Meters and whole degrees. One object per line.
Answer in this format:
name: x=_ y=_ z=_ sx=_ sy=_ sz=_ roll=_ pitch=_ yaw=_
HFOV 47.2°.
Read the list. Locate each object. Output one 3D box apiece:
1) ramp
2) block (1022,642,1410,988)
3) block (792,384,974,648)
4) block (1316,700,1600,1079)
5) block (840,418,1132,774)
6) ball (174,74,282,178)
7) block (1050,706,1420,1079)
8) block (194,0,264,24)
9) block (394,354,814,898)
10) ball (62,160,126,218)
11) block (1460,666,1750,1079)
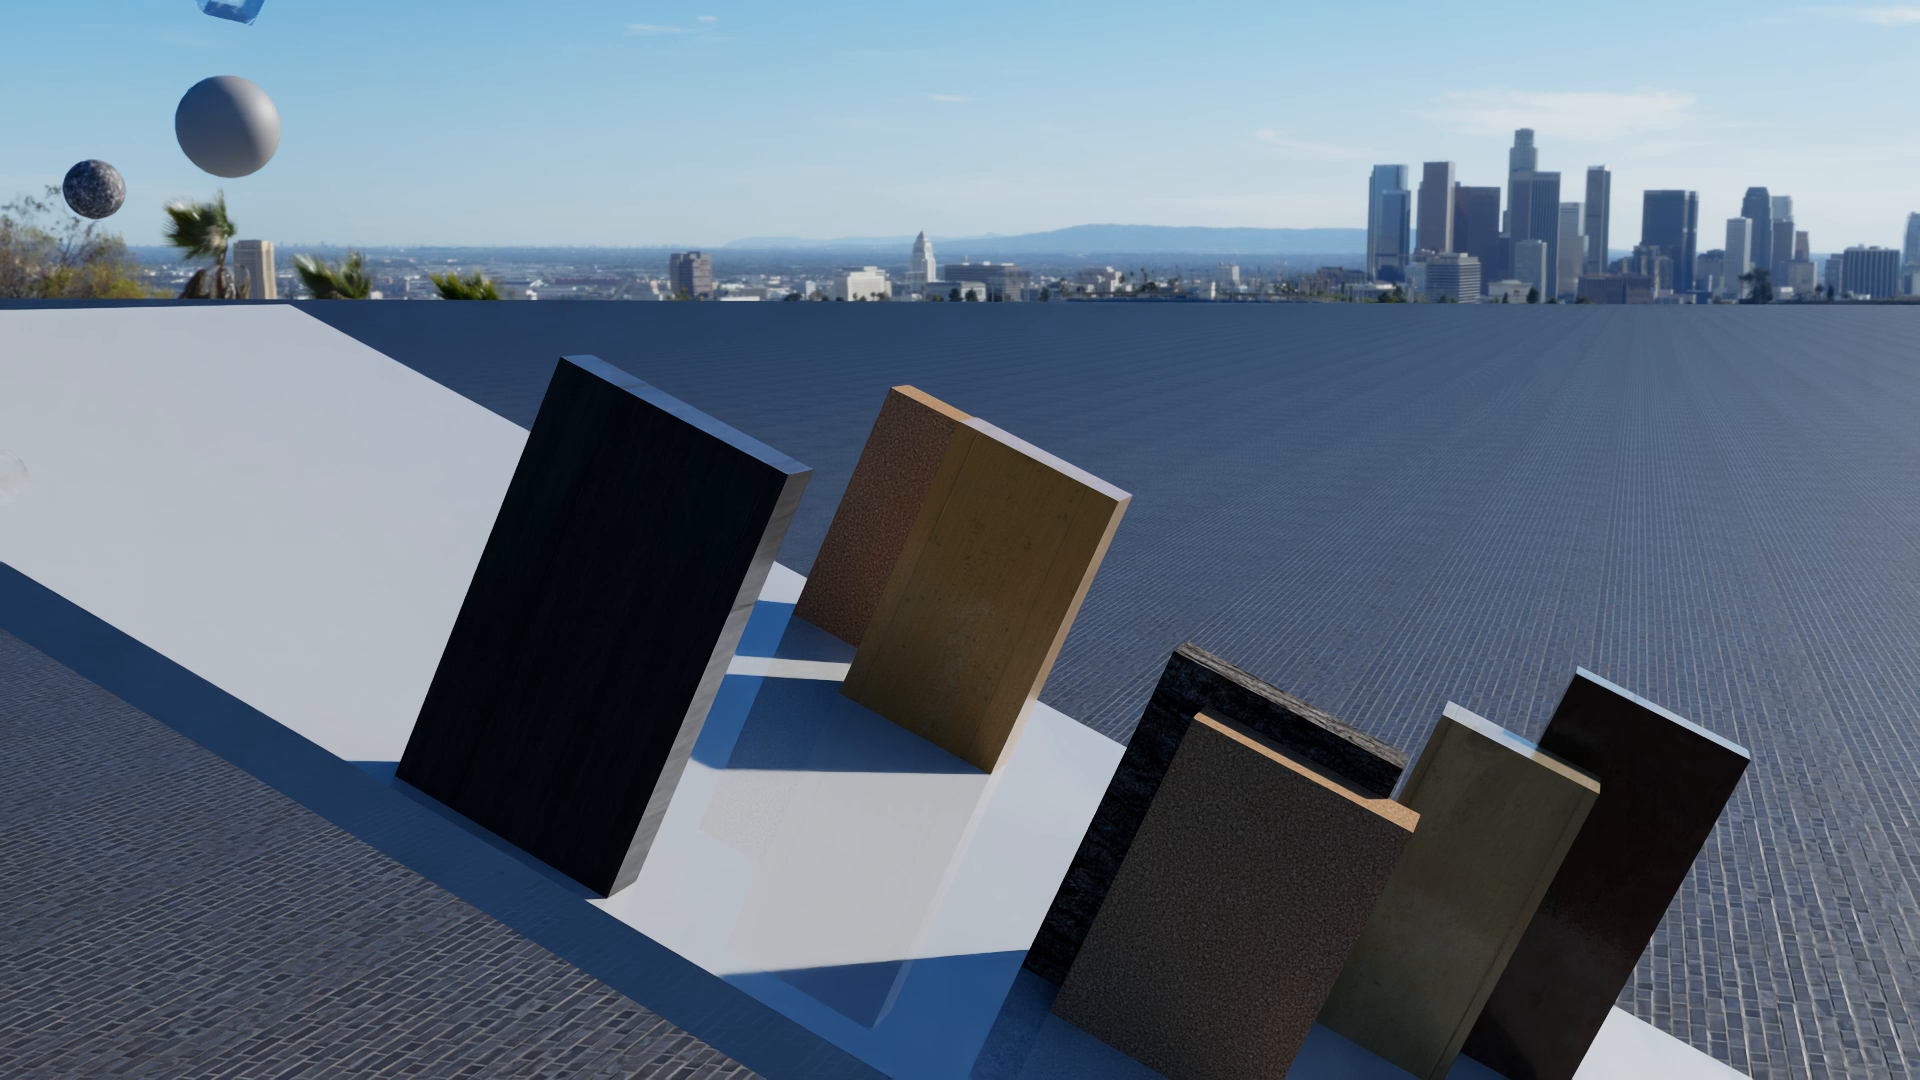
ramp: x=-0.269 y=0.459 z=4.173 sx=4.000 sy=0.100 sz=2.000 roll=27 pitch=14 yaw=12
block: x=0.411 y=0.526 z=3.583 sx=0.402 sy=0.598 sz=0.101 roll=27 pitch=14 yaw=12
block: x=-0.131 y=-0.033 z=4.877 sx=0.260 sy=0.559 sz=0.125 roll=27 pitch=14 yaw=12
block: x=0.866 y=0.633 z=3.936 sx=0.295 sy=0.610 sz=0.131 roll=27 pitch=14 yaw=12
block: x=0.049 y=0.112 z=4.492 sx=0.361 sy=0.623 sz=0.126 roll=27 pitch=14 yaw=12
ball: x=-1.467 y=-0.829 z=4.408 sx=0.203 sy=0.203 sz=0.203 roll=0 pitch=7 yaw=0
block: x=0.431 y=0.593 z=3.480 sx=0.373 sy=0.543 sz=0.116 roll=27 pitch=14 yaw=12
block: x=-1.530 y=-1.171 z=4.599 sx=0.117 sy=0.117 sz=0.117 roll=2 pitch=44 yaw=-51
block: x=-0.534 y=0.127 z=3.254 sx=0.386 sy=0.700 sz=0.099 roll=27 pitch=14 yaw=12
ball: x=-1.755 y=-0.711 z=4.460 sx=0.119 sy=0.119 sz=0.119 roll=0 pitch=7 yaw=0
block: x=1.125 y=0.640 z=4.073 sx=0.334 sy=0.741 sz=0.084 roll=27 pitch=14 yaw=12
